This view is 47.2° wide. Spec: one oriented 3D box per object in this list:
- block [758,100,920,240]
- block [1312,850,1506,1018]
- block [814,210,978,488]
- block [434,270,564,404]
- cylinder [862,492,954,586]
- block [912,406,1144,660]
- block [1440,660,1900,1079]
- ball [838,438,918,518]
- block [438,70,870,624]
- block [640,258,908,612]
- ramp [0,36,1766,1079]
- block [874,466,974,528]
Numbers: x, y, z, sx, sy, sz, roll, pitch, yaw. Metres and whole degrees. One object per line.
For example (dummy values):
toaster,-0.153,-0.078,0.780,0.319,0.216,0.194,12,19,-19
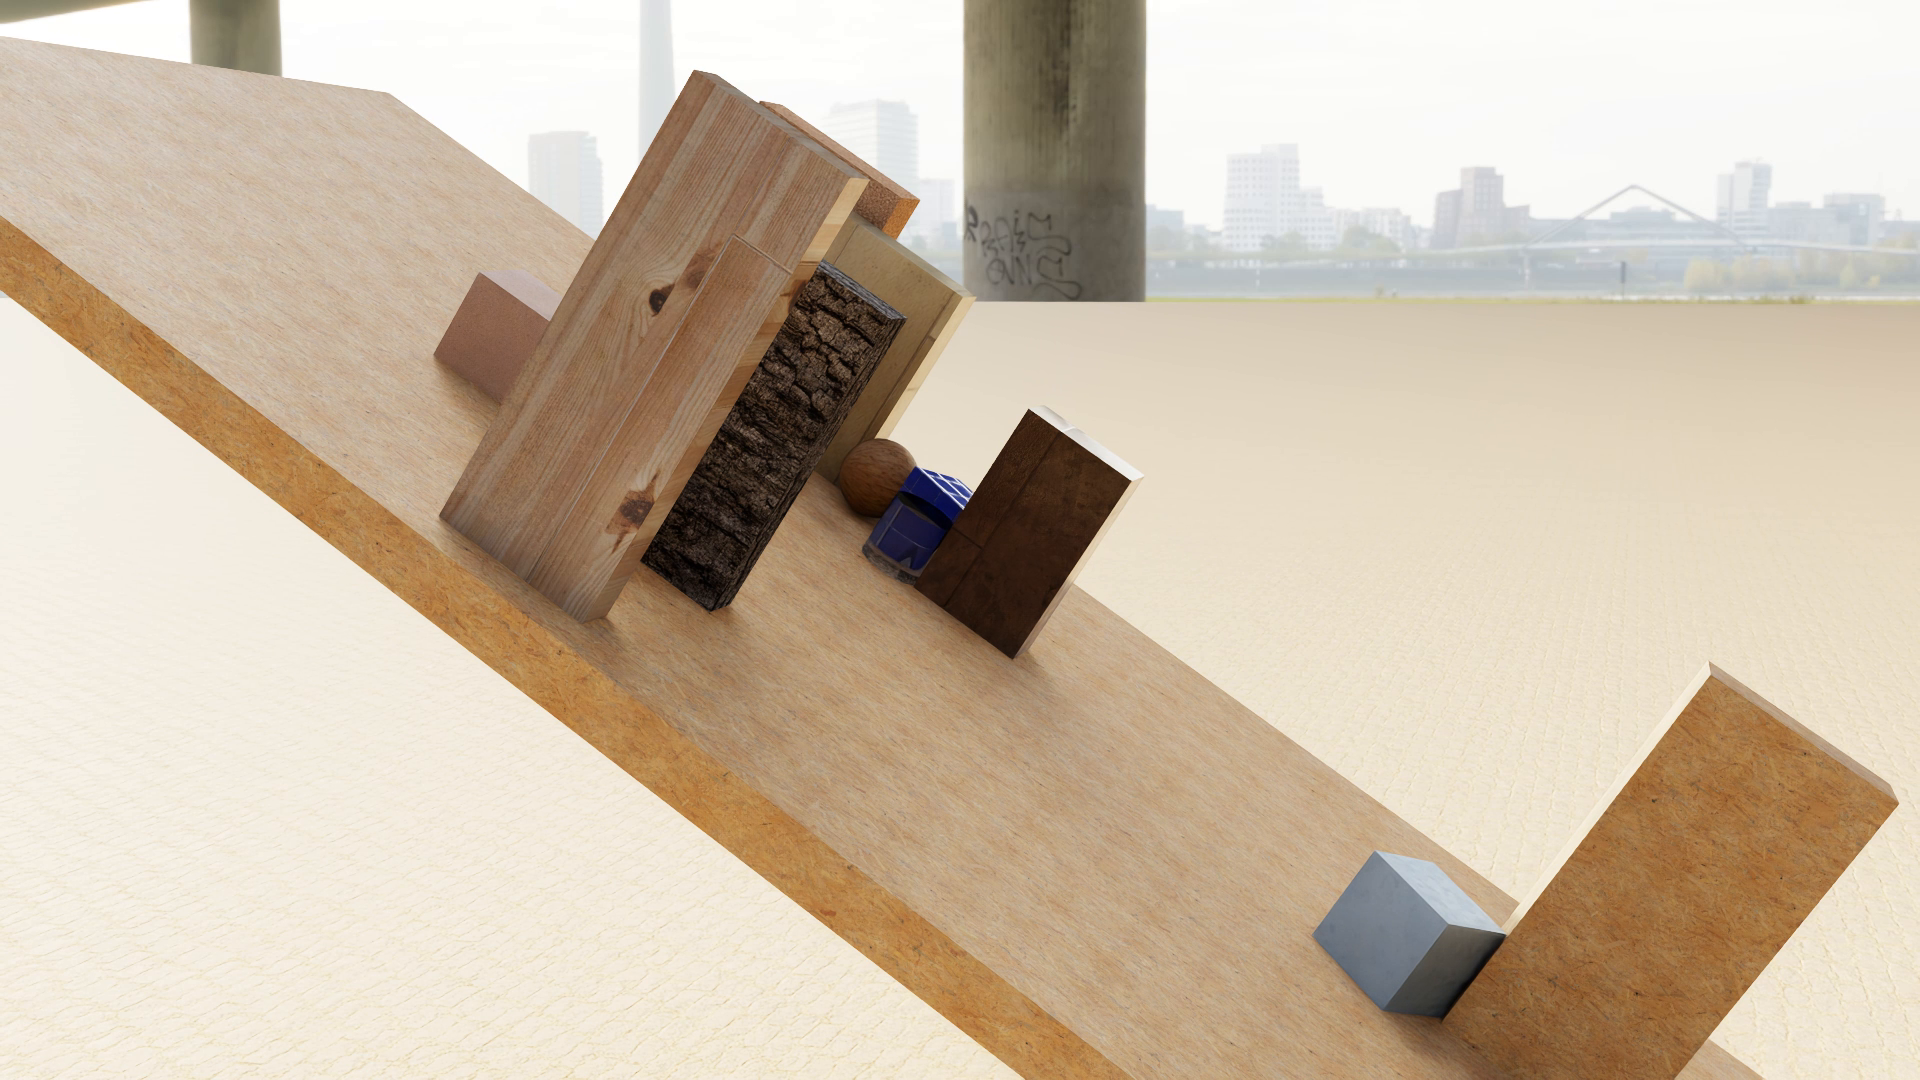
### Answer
block,-0.404,-0.614,4.819,0.383,0.561,0.131,36,15,10
block,0.788,0.693,3.861,0.195,0.195,0.195,18,21,-45
block,-0.264,-0.420,4.643,0.395,0.485,0.101,36,15,10
block,-0.801,-0.365,3.979,0.176,0.176,0.176,35,15,8
cylinder,-0.102,-0.004,4.348,0.134,0.134,0.134,30,15,-9
block,0.134,-0.016,4.304,0.244,0.426,0.118,36,15,10
block,1.211,0.632,3.798,0.360,0.772,0.146,36,15,10
ball,-0.167,-0.128,4.542,0.166,0.166,0.166,0,7,0
block,-0.458,-0.276,3.235,0.282,0.780,0.083,36,15,10
block,-0.357,-0.199,3.593,0.277,0.575,0.086,36,15,10
ramp,-0.123,0.208,4.097,4.000,0.100,2.000,36,15,10
block,-0.040,-0.028,4.492,0.159,0.159,0.159,43,16,32
